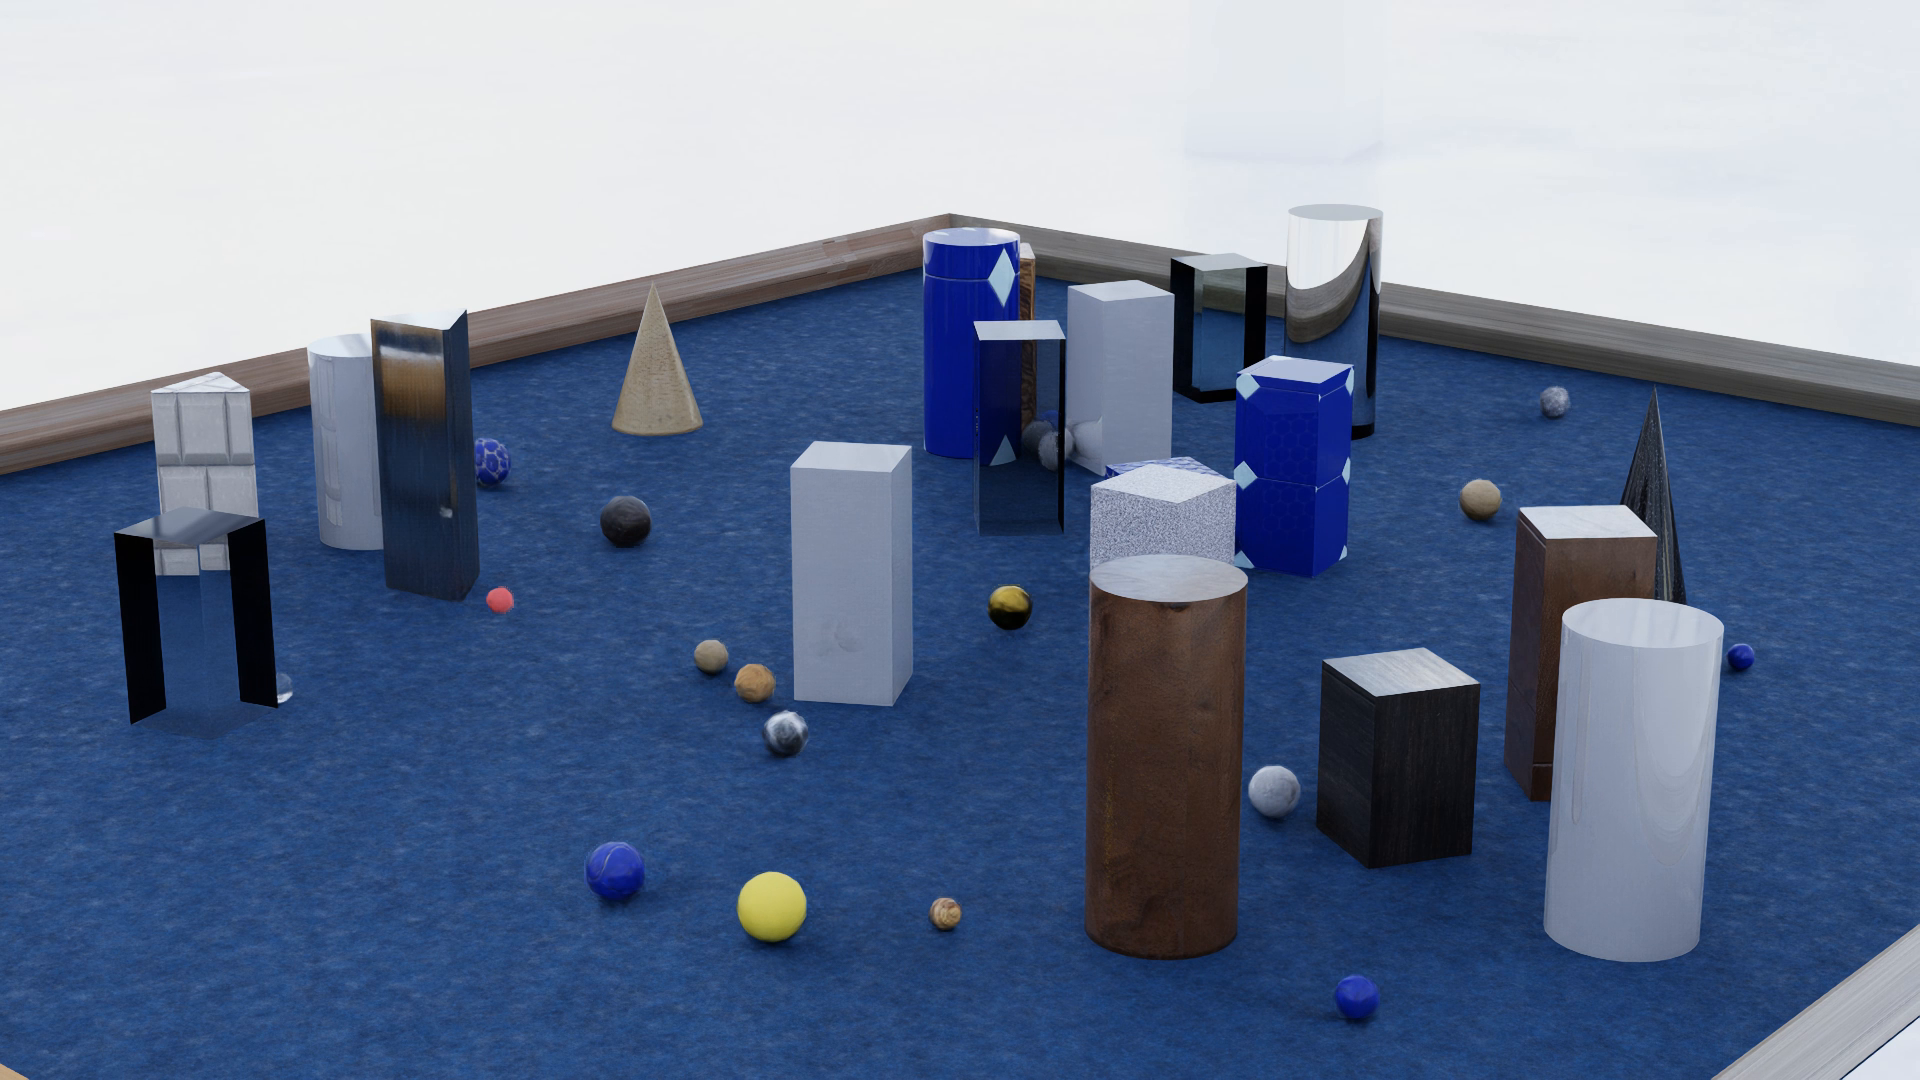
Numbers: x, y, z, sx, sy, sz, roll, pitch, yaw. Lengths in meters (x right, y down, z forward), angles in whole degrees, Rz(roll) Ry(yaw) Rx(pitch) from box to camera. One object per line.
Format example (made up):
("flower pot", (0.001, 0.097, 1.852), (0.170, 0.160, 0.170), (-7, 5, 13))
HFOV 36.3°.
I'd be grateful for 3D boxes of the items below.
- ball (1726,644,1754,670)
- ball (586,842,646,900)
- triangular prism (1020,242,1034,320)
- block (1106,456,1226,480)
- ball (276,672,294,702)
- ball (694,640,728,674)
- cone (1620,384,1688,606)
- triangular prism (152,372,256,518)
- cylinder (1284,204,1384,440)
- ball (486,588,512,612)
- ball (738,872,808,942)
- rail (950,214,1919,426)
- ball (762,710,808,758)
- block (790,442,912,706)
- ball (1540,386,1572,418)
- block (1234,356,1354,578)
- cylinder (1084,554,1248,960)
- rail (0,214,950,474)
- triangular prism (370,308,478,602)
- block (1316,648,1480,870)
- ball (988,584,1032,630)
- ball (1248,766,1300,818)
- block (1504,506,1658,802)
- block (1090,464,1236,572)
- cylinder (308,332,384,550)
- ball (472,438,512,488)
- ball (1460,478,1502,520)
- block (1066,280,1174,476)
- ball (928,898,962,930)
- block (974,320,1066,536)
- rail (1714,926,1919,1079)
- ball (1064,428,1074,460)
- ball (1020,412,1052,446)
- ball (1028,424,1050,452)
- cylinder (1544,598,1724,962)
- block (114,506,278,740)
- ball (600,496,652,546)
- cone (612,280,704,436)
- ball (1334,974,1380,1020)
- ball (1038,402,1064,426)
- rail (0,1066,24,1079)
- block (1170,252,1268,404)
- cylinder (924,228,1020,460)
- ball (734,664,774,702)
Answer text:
("ball", (1.264, 0.190, 4.747), (0.044, 0.044, 0.044), (0, 17, 0))
("ball", (-0.454, 0.437, 3.868), (0.079, 0.079, 0.079), (0, 17, 0))
("triangular prism", (0.111, -0.443, 6.286), (0.171, 0.368, 0.148), (8, 19, 26))
("block", (0.352, 0.000, 5.034), (0.158, 0.242, 0.158), (-6, 18, -20))
("ball", (-1.070, 0.232, 4.601), (0.047, 0.047, 0.047), (0, 17, 0))
("ball", (-0.402, 0.188, 4.732), (0.055, 0.055, 0.055), (0, 17, 0))
("cone", (1.100, -0.022, 4.707), (0.198, 0.471, 0.198), (0, 17, 0))
("triangular prism", (-1.356, -0.132, 5.338), (0.171, 0.320, 0.148), (0, 17, -2))
("cylinder", (0.781, -0.458, 6.165), (0.198, 0.467, 0.198), (0, 17, 0))
("ball", (-0.790, 0.103, 5.034), (0.044, 0.044, 0.044), (0, 17, 0))
("ball", (-0.240, 0.469, 3.743), (0.089, 0.089, 0.089), (0, 17, 0))
("rail", (1.442, -0.447, 6.710), (3.939, 0.128, 0.045), (14, 22, 39))
("ball", (-0.260, 0.289, 4.373), (0.069, 0.069, 0.069), (0, 17, 0))
("block", (-0.169, 0.052, 4.622), (0.158, 0.380, 0.158), (3, 17, 10))
("ball", (1.283, -0.296, 6.318), (0.068, 0.068, 0.068), (0, 17, 0))
("block", (0.599, -0.134, 5.278), (0.158, 0.357, 0.158), (9, 19, 28))
("cylinder", (0.260, 0.274, 3.720), (0.198, 0.475, 0.198), (0, 17, 0))
("rail", (-1.469, -0.336, 6.341), (0.045, 0.128, 4.446), (14, 22, 39))
("triangular prism", (-0.903, -0.155, 5.127), (0.171, 0.485, 0.148), (10, 20, 30))
("block", (0.601, 0.298, 4.033), (0.158, 0.249, 0.158), (-6, 18, -19))
("ball", (0.084, 0.114, 4.942), (0.076, 0.076, 0.076), (0, 17, 0))
("ball", (0.445, 0.355, 4.146), (0.073, 0.073, 0.073), (0, 17, 0))
("block", (0.892, 0.162, 4.232), (0.158, 0.394, 0.158), (-1, 17, -4))
("block", (0.309, 0.094, 4.491), (0.158, 0.376, 0.158), (13, 21, 36))
("cylinder", (-1.097, -0.184, 5.433), (0.198, 0.364, 0.198), (0, 17, 0))
("ball", (-0.936, -0.153, 5.788), (0.099, 0.099, 0.099), (0, 17, 0))
("ball", (0.989, -0.077, 5.569), (0.079, 0.079, 0.079), (0, 17, 0))
("block", (0.322, -0.329, 5.926), (0.158, 0.357, 0.158), (-8, 18, -24))
("ball", (-0.019, 0.482, 3.781), (0.042, 0.042, 0.042), (0, 17, 0))
("block", (0.110, -0.210, 5.501), (0.158, 0.375, 0.158), (-1, 17, -4))
("rail", (1.469, 0.400, 3.898), (0.045, 0.128, 4.446), (14, 22, 39))
("ball", (0.192, -0.195, 5.961), (0.080, 0.080, 0.080), (0, 17, 0))
("ball", (0.160, -0.229, 6.091), (0.070, 0.070, 0.070), (0, 17, 0))
("ball", (0.171, -0.207, 6.029), (0.064, 0.064, 0.064), (0, 17, 0))
("cylinder", (0.853, 0.303, 3.724), (0.198, 0.418, 0.198), (0, 17, 0))
("block", (-1.170, 0.126, 4.500), (0.158, 0.309, 0.158), (8, 18, 25))
("ball", (-0.616, -0.035, 5.406), (0.095, 0.095, 0.095), (0, 17, 0))
("cone", (-0.647, -0.398, 6.229), (0.198, 0.314, 0.198), (0, 17, 0))
("ball", (0.478, 0.550, 3.534), (0.054, 0.054, 0.054), (0, 17, 0))
("ball", (0.194, -0.263, 6.227), (0.057, 0.057, 0.057), (0, 17, 0))
("rail", (-1.442, 0.511, 3.530), (3.939, 0.128, 0.045), (14, 22, 39))
("block", (0.570, -0.471, 6.502), (0.158, 0.297, 0.158), (-7, 18, -22))
("cylinder", (0.023, -0.405, 6.030), (0.198, 0.443, 0.198), (0, 17, 0))
("ball", (-0.322, 0.224, 4.602), (0.062, 0.062, 0.062), (0, 17, 0))
